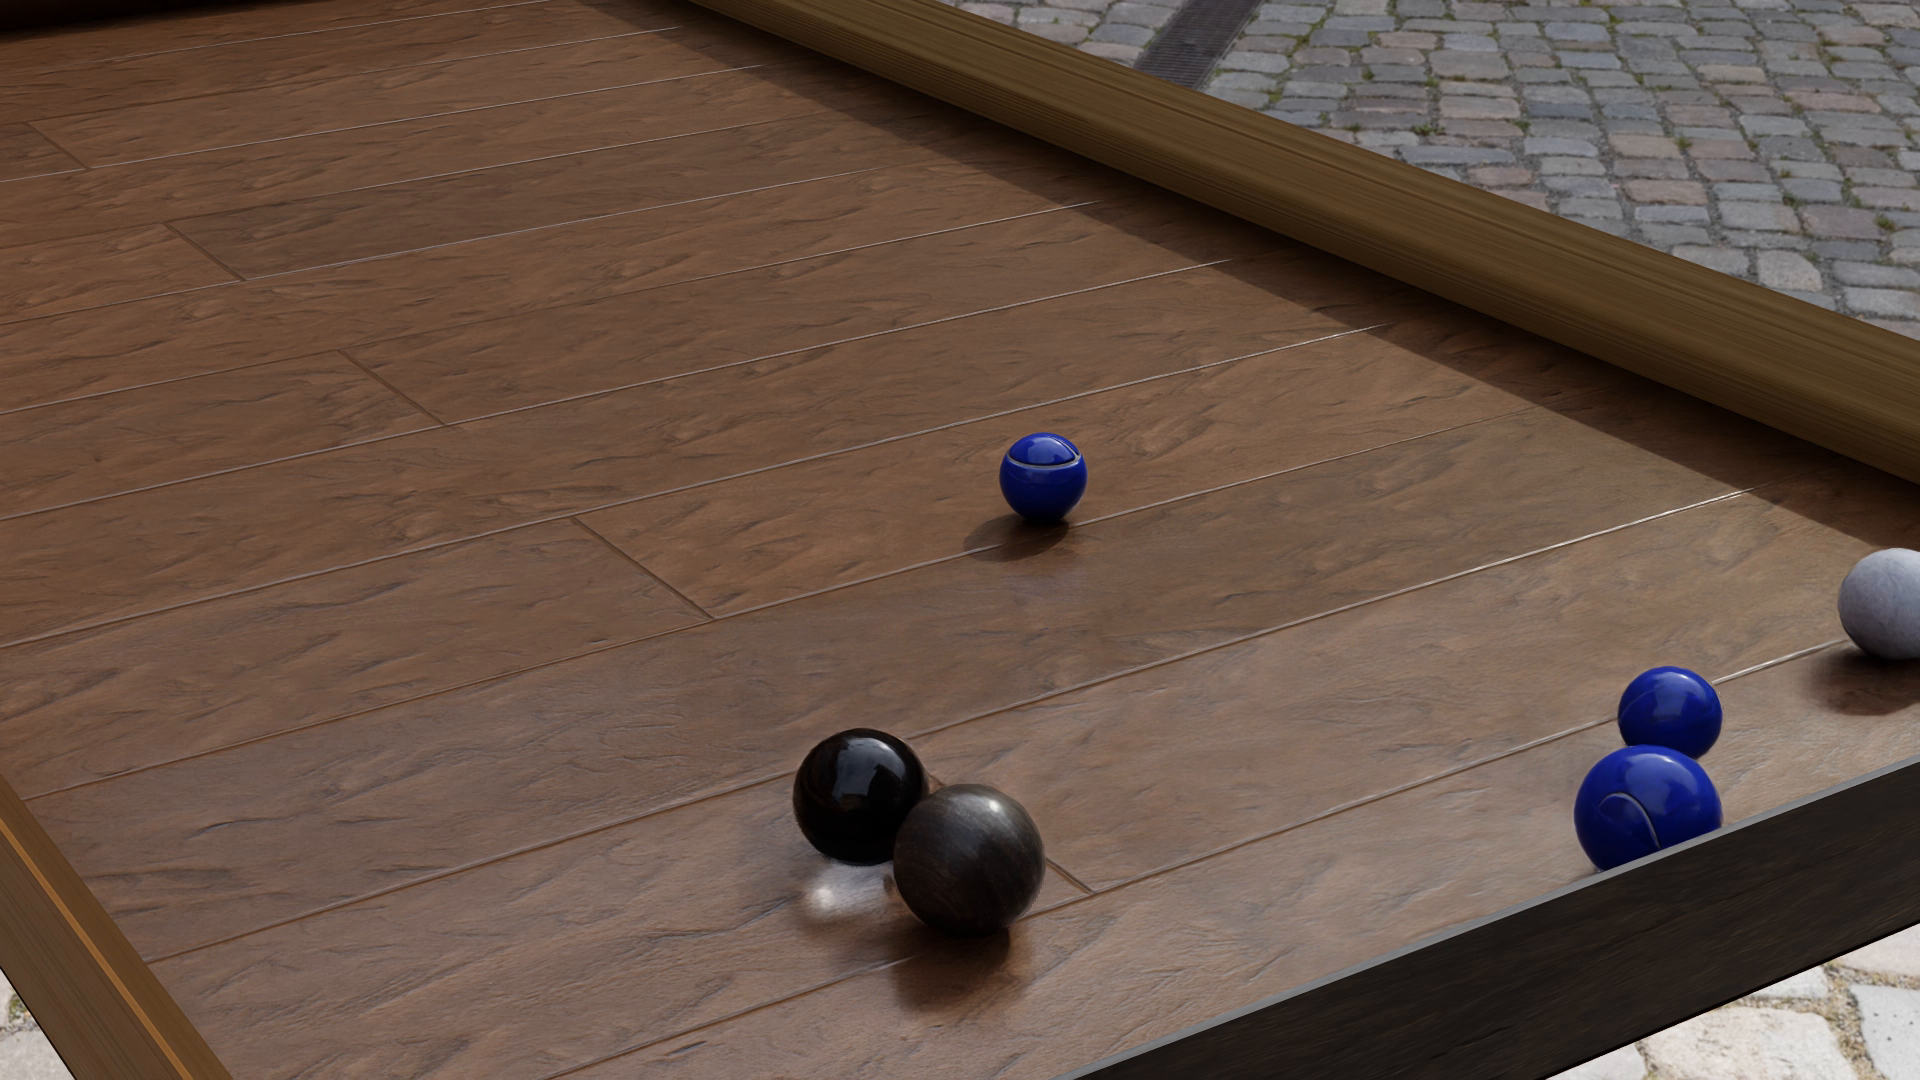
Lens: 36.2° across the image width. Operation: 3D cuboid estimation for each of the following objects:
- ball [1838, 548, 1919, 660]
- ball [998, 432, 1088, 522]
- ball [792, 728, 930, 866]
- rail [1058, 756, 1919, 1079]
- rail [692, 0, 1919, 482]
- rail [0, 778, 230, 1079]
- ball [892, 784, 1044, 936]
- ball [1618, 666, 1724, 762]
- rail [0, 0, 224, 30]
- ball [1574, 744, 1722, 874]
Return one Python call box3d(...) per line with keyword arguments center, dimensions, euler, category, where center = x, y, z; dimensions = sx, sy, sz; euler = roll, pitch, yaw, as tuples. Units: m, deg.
box3d(center=(0.696, 0.048, 2.186), dimensions=(0.084, 0.084, 0.084), euler=(0, 23, 0), category="ball")
box3d(center=(0.069, -0.052, 2.433), dimensions=(0.074, 0.074, 0.074), euler=(0, 23, 0), category="ball")
box3d(center=(-0.063, 0.166, 1.901), dimensions=(0.090, 0.090, 0.090), euler=(0, 23, 0), category="ball")
box3d(center=(0.406, 0.222, 1.726), dimensions=(1.609, 0.122, 0.045), euler=(-14, 27, -30), category="rail")
box3d(center=(0.234, -0.441, 3.280), dimensions=(0.045, 0.122, 3.063), euler=(-14, 27, -30), category="rail")
box3d(center=(-1.073, -0.105, 2.494), dimensions=(0.045, 0.122, 3.063), euler=(-14, 27, -30), category="rail")
box3d(center=(0.005, 0.198, 1.821), dimensions=(0.094, 0.094, 0.094), euler=(0, 23, 0), category="ball")
box3d(center=(0.490, 0.122, 2.028), dimensions=(0.071, 0.071, 0.071), euler=(0, 23, 0), category="ball")
box3d(center=(-1.244, -0.768, 4.047), dimensions=(1.609, 0.122, 0.045), euler=(-14, 27, -30), category="rail")
box3d(center=(0.438, 0.176, 1.874), dimensions=(0.092, 0.092, 0.092), euler=(0, 23, 0), category="ball")
